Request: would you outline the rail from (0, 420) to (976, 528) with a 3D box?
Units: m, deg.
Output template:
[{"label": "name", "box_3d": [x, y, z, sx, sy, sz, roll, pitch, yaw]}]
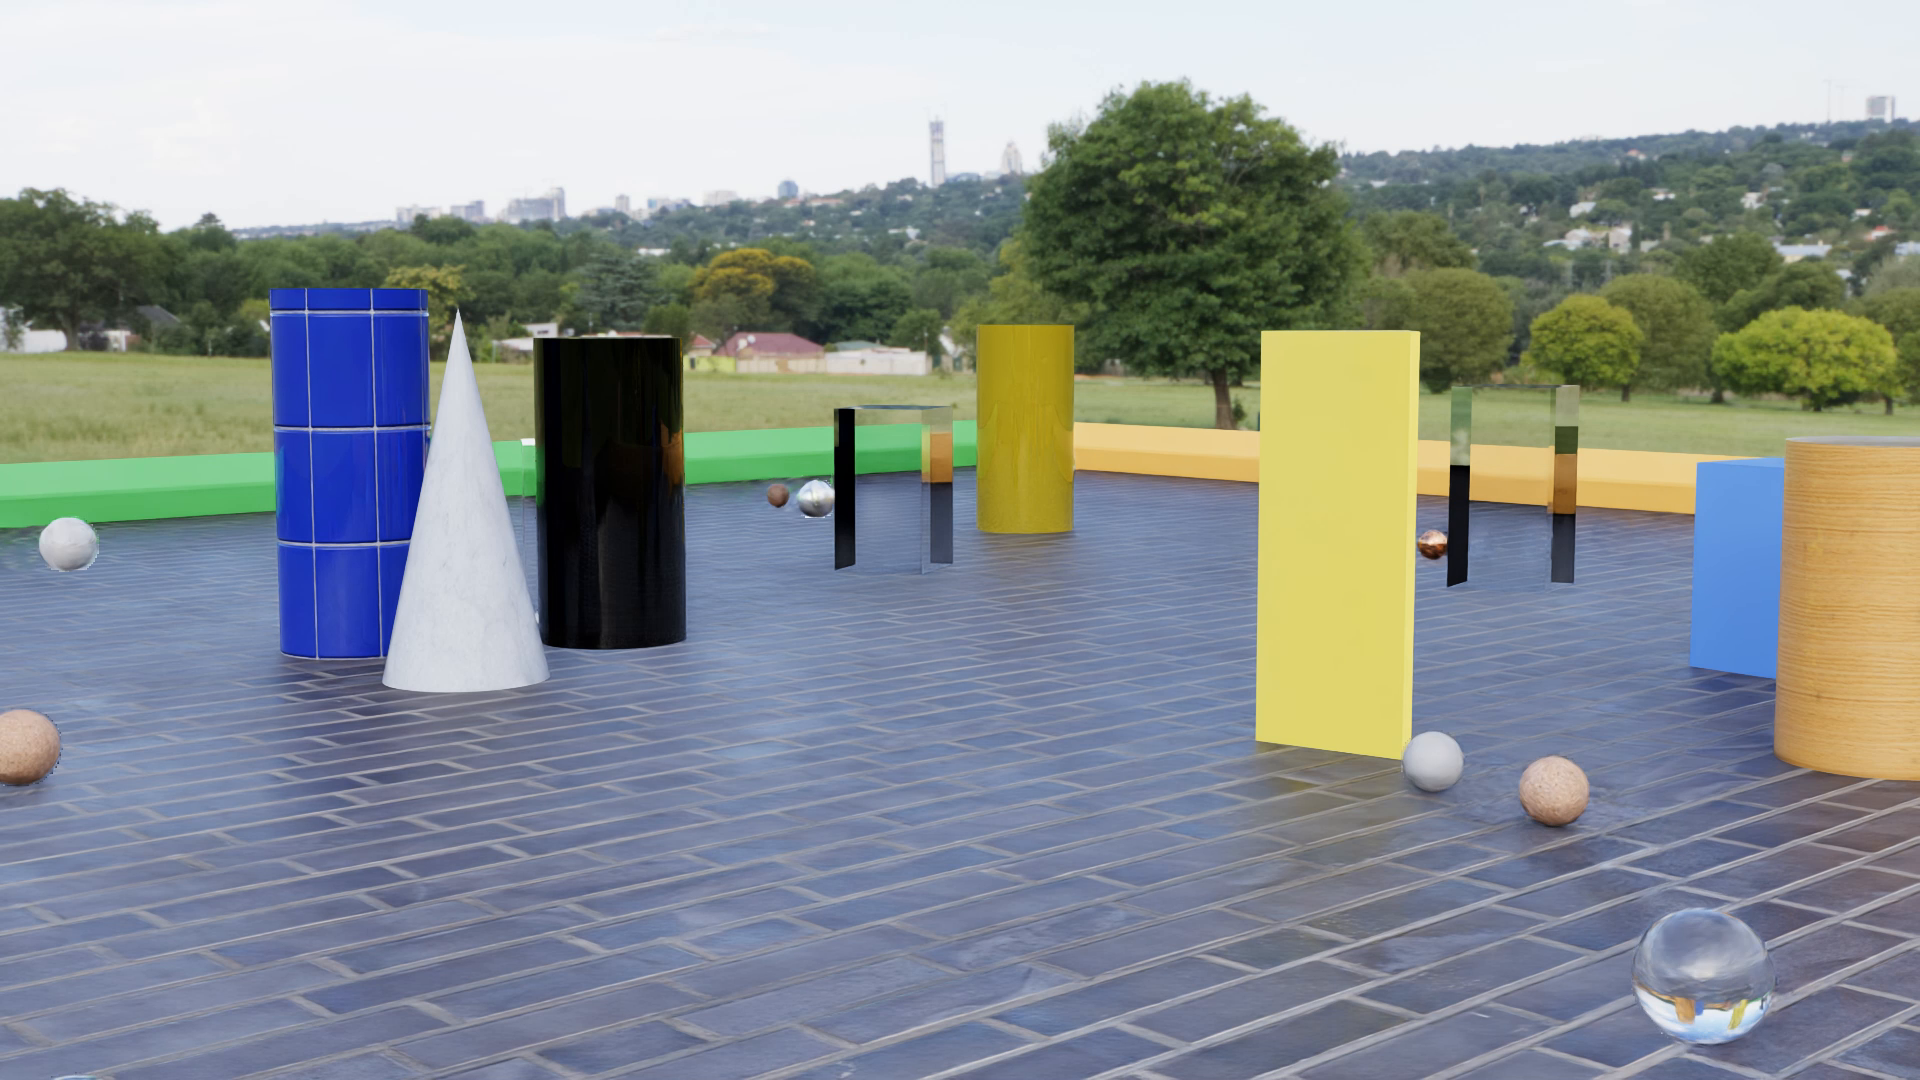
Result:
[{"label": "rail", "box_3d": [-1.486, -0.133, 4.934, 4.441, 0.130, 0.045, -5, 8, -42]}]

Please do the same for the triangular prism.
[{"label": "triangular prism", "box_3d": [0.422, -0.004, 2.280, 0.173, 0.424, 0.150, 5, 7, 37]}]

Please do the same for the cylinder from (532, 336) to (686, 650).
[{"label": "cylinder", "box_3d": [-0.473, -0.069, 2.981, 0.200, 0.409, 0.200, 0, 6, 0]}]

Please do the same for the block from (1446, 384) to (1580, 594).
[{"label": "block", "box_3d": [0.897, -0.087, 3.565, 0.160, 0.325, 0.160, 4, 7, 31]}]

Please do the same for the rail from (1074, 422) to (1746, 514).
[{"label": "rail", "box_3d": [1.614, -0.120, 4.813, 0.045, 0.130, 4.430, -5, 8, -42]}]

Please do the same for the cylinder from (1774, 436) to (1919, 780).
[{"label": "cylinder", "box_3d": [0.917, 0.061, 2.176, 0.200, 0.317, 0.200, 0, 6, 0]}]

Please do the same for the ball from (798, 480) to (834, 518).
[{"label": "ball", "box_3d": [-0.311, -0.088, 4.753, 0.081, 0.081, 0.081, 0, 6, 0]}]

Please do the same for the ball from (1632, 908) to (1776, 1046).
[{"label": "ball", "box_3d": [0.453, 0.266, 1.341, 0.082, 0.082, 0.082, 0, 6, 0]}]

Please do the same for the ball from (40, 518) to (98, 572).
[{"label": "ball", "box_3d": [-1.532, 0.007, 3.778, 0.093, 0.093, 0.093, 0, 6, 0]}]

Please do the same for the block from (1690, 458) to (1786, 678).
[{"label": "block", "box_3d": [1.031, 0.033, 2.738, 0.160, 0.257, 0.160, -4, 7, -36]}]

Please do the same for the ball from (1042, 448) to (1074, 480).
[{"label": "ball", "box_3d": [0.259, -0.201, 5.798, 0.088, 0.088, 0.088, 0, 6, 0]}]

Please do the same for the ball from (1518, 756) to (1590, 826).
[{"label": "ball", "box_3d": [0.516, 0.218, 1.908, 0.060, 0.060, 0.060, 0, 6, 0]}]

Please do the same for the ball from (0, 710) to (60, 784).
[{"label": "ball", "box_3d": [-0.887, 0.195, 2.075, 0.071, 0.071, 0.071, 0, 6, 0]}]

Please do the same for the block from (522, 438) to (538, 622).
[{"label": "block", "box_3d": [-0.559, -0.018, 3.230, 0.160, 0.255, 0.160, -1, 6, -12]}]

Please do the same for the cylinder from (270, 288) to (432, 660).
[{"label": "cylinder", "box_3d": [-0.797, -0.092, 2.891, 0.200, 0.473, 0.200, 0, 6, 0]}]

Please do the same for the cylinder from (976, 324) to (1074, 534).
[{"label": "cylinder", "box_3d": [0.133, -0.231, 4.499, 0.200, 0.417, 0.200, 0, 6, 0]}]

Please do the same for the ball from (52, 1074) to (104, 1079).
[{"label": "ball", "box_3d": [-0.440, 0.300, 1.090, 0.067, 0.067, 0.067, 0, 6, 0]}]

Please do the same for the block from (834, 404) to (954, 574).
[{"label": "block", "box_3d": [-0.114, -0.091, 3.824, 0.160, 0.279, 0.160, 2, 6, 19]}]

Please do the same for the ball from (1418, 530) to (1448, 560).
[{"label": "ball", "box_3d": [0.851, 0.009, 3.954, 0.053, 0.053, 0.053, 0, 6, 0]}]

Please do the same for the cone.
[{"label": "cone", "box_3d": [-0.601, -0.055, 2.656, 0.200, 0.448, 0.200, 0, 6, 0]}]

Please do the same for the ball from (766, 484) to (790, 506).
[{"label": "ball", "box_3d": [-0.416, -0.103, 5.020, 0.054, 0.054, 0.054, 0, 6, 0]}]

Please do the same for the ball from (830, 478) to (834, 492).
[{"label": "ball", "box_3d": [-0.250, -0.123, 5.034, 0.091, 0.091, 0.091, 0, 6, 0]}]

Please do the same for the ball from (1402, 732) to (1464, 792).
[{"label": "ball", "box_3d": [0.440, 0.206, 2.045, 0.056, 0.056, 0.056, 0, 6, 0]}]
